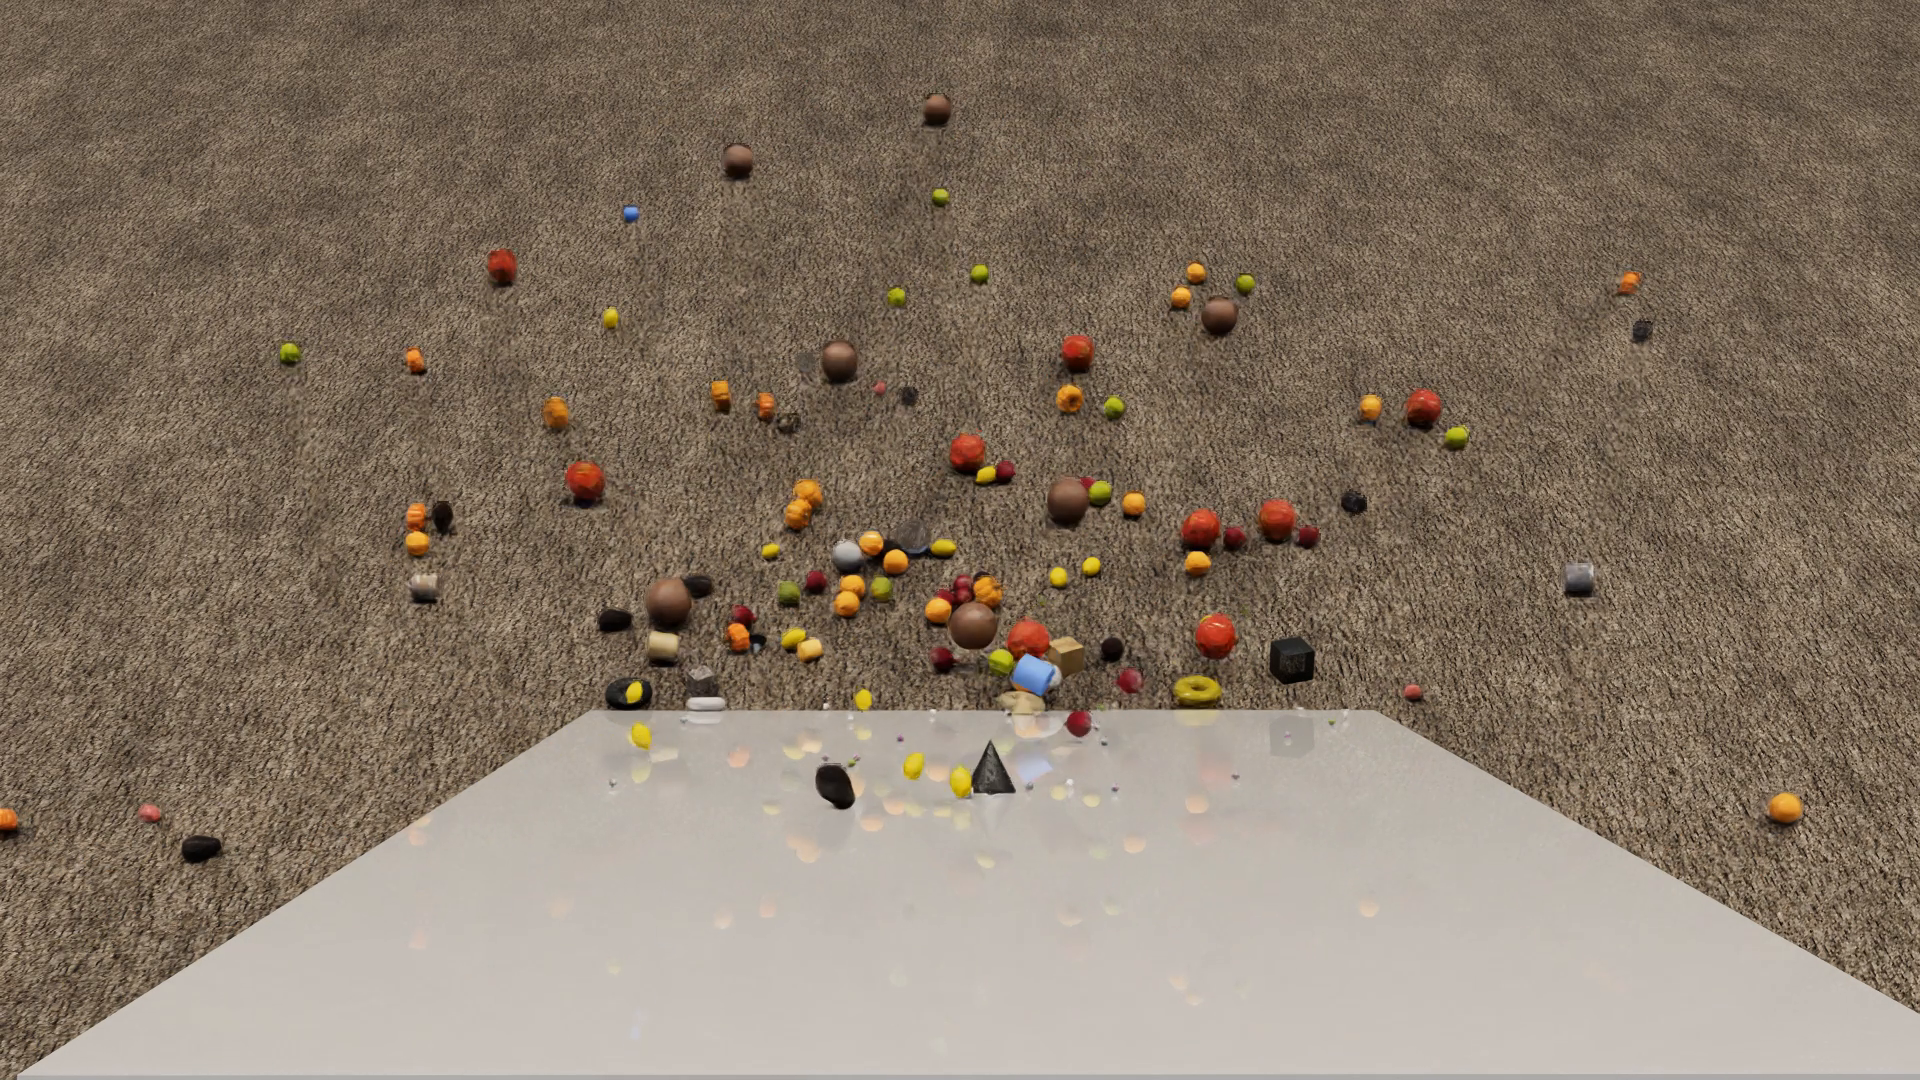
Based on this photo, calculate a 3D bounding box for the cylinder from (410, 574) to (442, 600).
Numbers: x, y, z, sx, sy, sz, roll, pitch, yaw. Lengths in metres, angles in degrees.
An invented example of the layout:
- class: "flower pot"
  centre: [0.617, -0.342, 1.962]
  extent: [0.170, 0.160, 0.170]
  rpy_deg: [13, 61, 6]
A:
- class: "cylinder"
  centre: [-1.512, 0.135, 7.310]
  extent: [0.070, 0.070, 0.070]
  rpy_deg: [3, 26, 5]

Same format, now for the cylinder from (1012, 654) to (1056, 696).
- class: "cylinder"
  centre: [0.182, 0.332, 6.361]
  extent: [0.080, 0.080, 0.080]
  rpy_deg: [26, 32, 11]

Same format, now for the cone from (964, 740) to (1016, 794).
- class: "cone"
  centre: [0.058, 0.426, 4.879]
  extent: [0.098, 0.098, 0.098]
  rpy_deg: [0, 1, 0]

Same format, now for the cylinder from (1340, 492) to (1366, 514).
- class: "cylinder"
  centre: [1.195, -0.111, 7.834]
  extent: [0.053, 0.053, 0.053]
  rpy_deg: [-19, 34, -34]

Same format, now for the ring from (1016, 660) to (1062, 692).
- class: "ring"
  centre: [0.206, 0.363, 6.872]
  extent: [0.131, 0.044, 0.131]
  rpy_deg: [-1, 26, 0]

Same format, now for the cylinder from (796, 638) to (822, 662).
- class: "cylinder"
  centre: [-0.408, 0.299, 6.992]
  extent: [0.052, 0.052, 0.052]
  rpy_deg: [-15, 30, -28]

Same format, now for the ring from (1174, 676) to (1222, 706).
- class: "ring"
  centre: [0.625, 0.399, 6.800]
  extent: [0.128, 0.043, 0.128]
  rpy_deg: [1, 25, 0]

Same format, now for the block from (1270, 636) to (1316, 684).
- class: "block"
  centre: [0.889, 0.323, 6.904]
  extent: [0.087, 0.087, 0.087]
  rpy_deg: [-9, 27, -18]

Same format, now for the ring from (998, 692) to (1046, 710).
- class: "ring"
  centre: [0.162, 0.427, 6.720]
  extent: [0.123, 0.041, 0.123]
  rpy_deg: [10, 14, -3]

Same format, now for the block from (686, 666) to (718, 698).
- class: "block"
  centre: [-0.683, 0.378, 6.824]
  extent: [0.058, 0.058, 0.058]
  rpy_deg: [-17, 31, -31]

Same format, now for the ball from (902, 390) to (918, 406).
- class: "ball"
  centre: [-0.168, -0.475, 8.581]
  extent: [0.054, 0.054, 0.054]
  rpy_deg: [0, 26, 0]

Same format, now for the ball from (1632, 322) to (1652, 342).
- class: "ball"
  centre: [2.409, -0.735, 9.103]
  extent: [0.066, 0.066, 0.066]
  rpy_deg: [0, 26, 0]

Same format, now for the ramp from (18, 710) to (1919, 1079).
- class: "ramp"
  centre: [0.059, 0.533, 4.569]
  extent: [2.000, 0.100, 4.000]
  rpy_deg: [0, 1, 0]

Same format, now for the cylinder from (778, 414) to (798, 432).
- class: "cylinder"
  centre: [-0.558, -0.378, 8.382]
  extent: [0.054, 0.054, 0.054]
  rpy_deg: [7, 27, 14]

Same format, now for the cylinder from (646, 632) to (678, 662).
- class: "cylinder"
  centre: [-0.806, 0.288, 6.973]
  extent: [0.074, 0.074, 0.074]
  rpy_deg: [9, 24, -11]

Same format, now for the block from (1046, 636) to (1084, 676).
- class: "block"
  centre: [0.283, 0.314, 6.940]
  extent: [0.072, 0.072, 0.072]
  rpy_deg: [-14, 29, -26]

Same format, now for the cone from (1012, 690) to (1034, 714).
- class: "cone"
  centre: [0.157, 0.406, 6.473]
  extent: [0.060, 0.060, 0.060]
  rpy_deg: [0, 1, 0]

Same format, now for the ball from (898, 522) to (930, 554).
- class: "ball"
  centre: [-0.134, -0.007, 7.570]
  extent: [0.097, 0.097, 0.097]
  rpy_deg: [0, 26, 0]

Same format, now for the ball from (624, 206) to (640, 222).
- class: "ball"
  centre: [-1.308, -1.296, 10.261]
  extent: [0.062, 0.062, 0.062]
  rpy_deg: [0, 26, 0]

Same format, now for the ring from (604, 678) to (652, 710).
- class: "ring"
  centre: [-0.873, 0.404, 6.790]
  extent: [0.126, 0.042, 0.126]
  rpy_deg: [-1, 26, 1]

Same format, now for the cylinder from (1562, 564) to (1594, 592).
- class: "cylinder"
  centre: [1.761, 0.110, 7.351]
  extent: [0.077, 0.077, 0.077]
  rpy_deg: [1, 26, 3]

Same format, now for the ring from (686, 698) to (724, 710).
- class: "ring"
  centre: [-0.652, 0.419, 6.598]
  extent: [0.098, 0.033, 0.098]
  rpy_deg: [0, -2, 0]

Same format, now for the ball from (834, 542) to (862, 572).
- class: "ball"
  centre: [-0.324, 0.048, 7.472]
  extent: [0.085, 0.085, 0.085]
  rpy_deg: [0, 26, 0]

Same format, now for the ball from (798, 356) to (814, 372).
- class: "ball"
  centre: [-0.530, -0.606, 8.851]
  extent: [0.055, 0.055, 0.055]
  rpy_deg: [0, 26, 0]
